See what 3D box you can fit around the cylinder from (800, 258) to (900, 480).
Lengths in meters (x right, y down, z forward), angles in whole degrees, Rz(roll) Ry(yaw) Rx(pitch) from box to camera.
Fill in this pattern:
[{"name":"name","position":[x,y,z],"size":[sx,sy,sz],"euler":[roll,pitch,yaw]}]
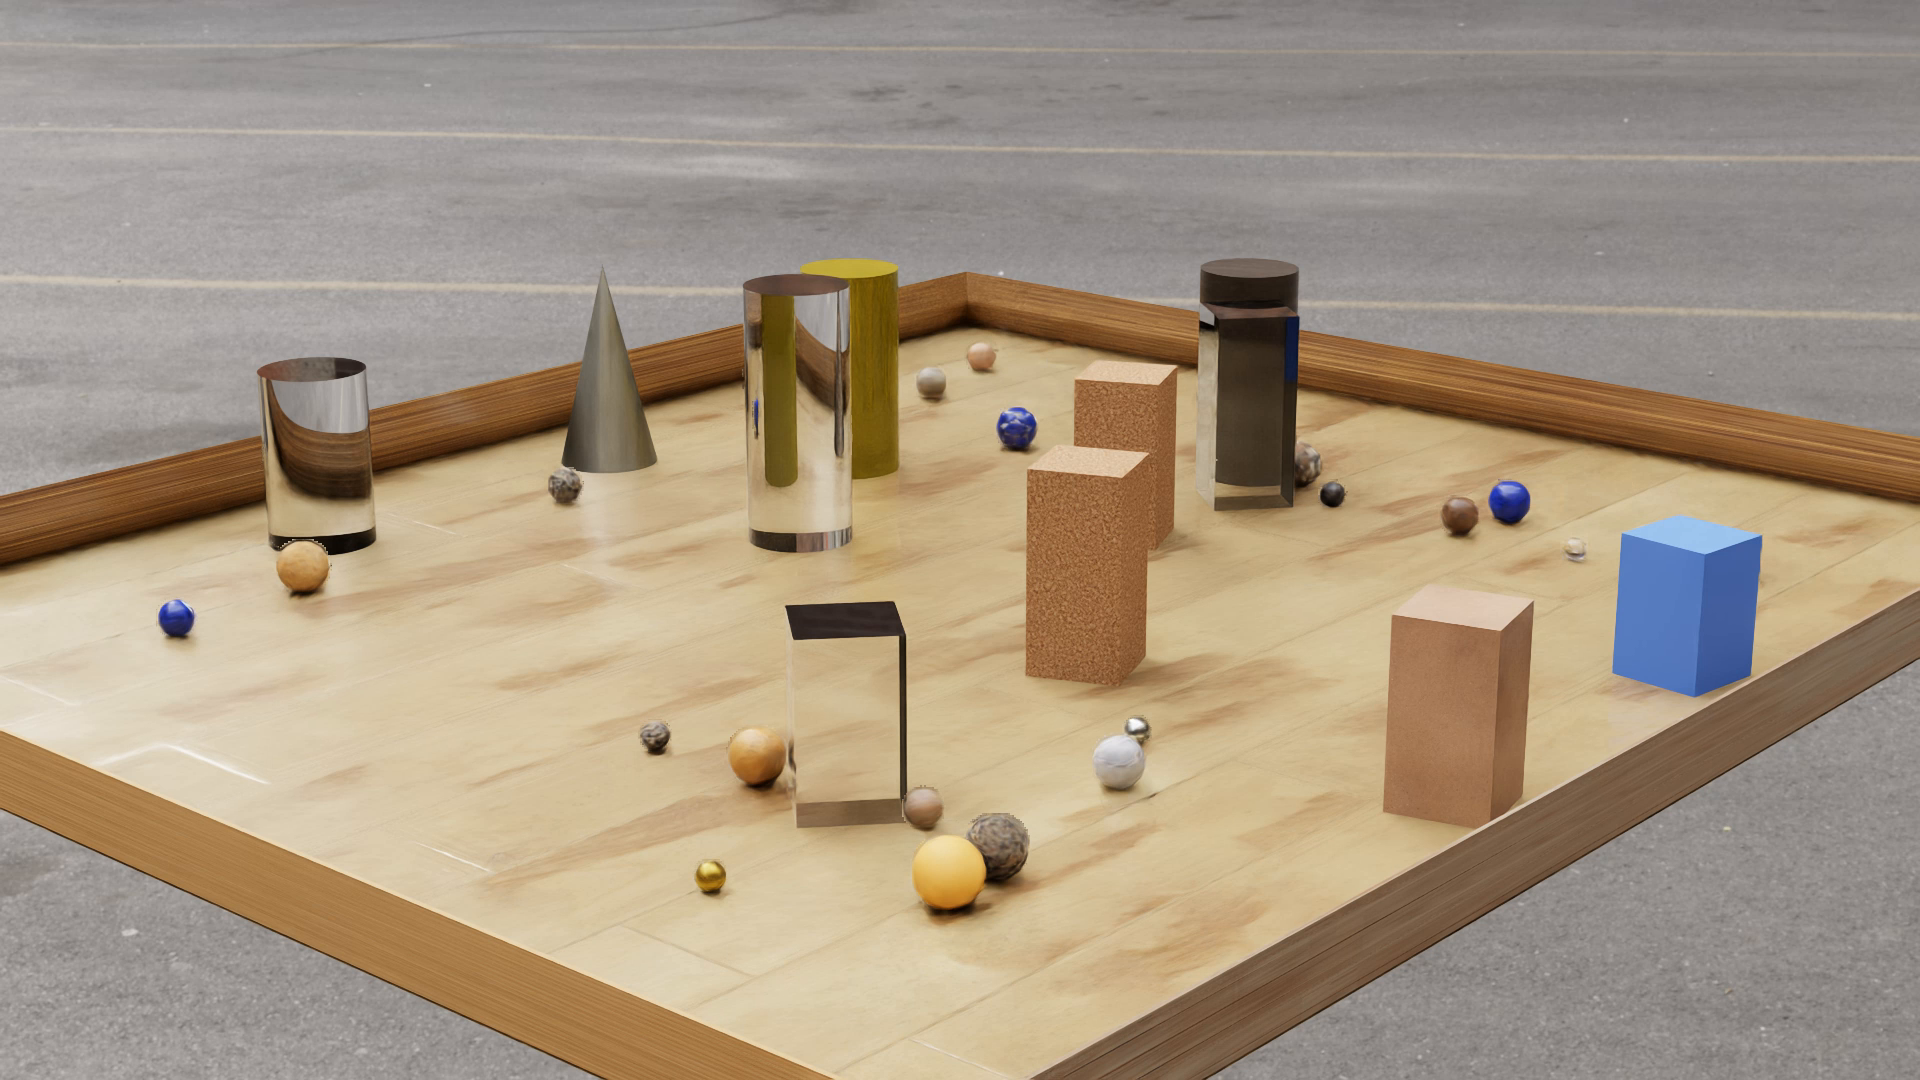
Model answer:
[{"name":"cylinder","position":[-0.220,-0.345,5.885],"size":[0.196,0.408,0.196],"euler":[0,17,0]}]

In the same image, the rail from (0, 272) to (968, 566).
[{"name":"rail","position":[-1.052,-0.232,5.994],"size":[0.045,0.127,3.310],"euler":[14,22,39]}]

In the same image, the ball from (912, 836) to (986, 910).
[{"name":"ball","position":[-0.015,0.435,3.837],"size":[0.098,0.098,0.098],"euler":[0,17,0]}]

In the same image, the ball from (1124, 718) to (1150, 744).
[{"name":"ball","position":[0.267,0.288,4.424],"size":[0.041,0.041,0.041],"euler":[0,17,0]}]

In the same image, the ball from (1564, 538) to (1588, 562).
[{"name":"ball","position":[1.115,0.017,5.318],"size":[0.043,0.043,0.043],"euler":[0,17,0]}]

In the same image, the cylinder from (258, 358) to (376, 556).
[{"name":"cylinder","position":[-1.183,-0.155,5.397],"size":[0.196,0.327,0.196],"euler":[0,17,0]}]

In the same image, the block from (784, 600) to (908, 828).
[{"name":"block","position":[-0.162,0.246,4.153],"size":[0.157,0.278,0.157],"euler":[-2,17,-7]}]

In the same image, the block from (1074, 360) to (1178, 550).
[{"name":"block","position":[0.306,-0.158,5.431],"size":[0.157,0.313,0.157],"euler":[5,17,16]}]

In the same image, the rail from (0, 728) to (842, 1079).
[{"name":"rail","position":[-1.069,0.387,3.941],"size":[2.833,0.127,0.045],"euler":[14,22,39]}]

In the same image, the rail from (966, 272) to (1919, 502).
[{"name":"rail","position":[1.069,-0.324,6.299],"size":[2.833,0.127,0.045],"euler":[14,22,39]}]

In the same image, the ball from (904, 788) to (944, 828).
[{"name":"ball","position":[-0.051,0.376,4.108],"size":[0.055,0.055,0.055],"euler":[0,17,0]}]

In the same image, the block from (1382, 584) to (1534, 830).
[{"name":"block","position":[0.707,0.235,4.157],"size":[0.157,0.295,0.157],"euler":[8,19,26]}]

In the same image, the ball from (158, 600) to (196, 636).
[{"name":"ball","position":[-1.312,0.131,4.911],"size":[0.061,0.061,0.061],"euler":[0,17,0]}]

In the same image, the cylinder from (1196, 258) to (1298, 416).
[{"name":"cylinder","position":[0.576,-0.346,5.892],"size":[0.196,0.408,0.196],"euler":[0,17,0]}]

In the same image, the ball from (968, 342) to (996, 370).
[{"name":"ball","position":[0.049,-0.421,6.733],"size":[0.066,0.066,0.066],"euler":[0,17,0]}]

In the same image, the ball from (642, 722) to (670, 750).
[{"name":"ball","position":[-0.457,0.294,4.401],"size":[0.043,0.043,0.043],"euler":[0,17,0]}]

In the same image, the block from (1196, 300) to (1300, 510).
[{"name":"block","position":[0.553,-0.262,5.666],"size":[0.157,0.376,0.157],"euler":[-3,17,-9]}]

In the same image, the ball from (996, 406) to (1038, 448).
[{"name":"ball","position":[0.118,-0.233,6.072],"size":[0.086,0.086,0.086],"euler":[0,17,0]}]

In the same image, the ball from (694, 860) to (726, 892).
[{"name":"ball","position":[-0.331,0.447,3.894],"size":[0.042,0.042,0.042],"euler":[0,17,0]}]

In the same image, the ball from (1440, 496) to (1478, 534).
[{"name":"ball","position":[0.934,-0.046,5.480],"size":[0.071,0.071,0.071],"euler":[0,17,0]}]

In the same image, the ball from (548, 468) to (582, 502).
[{"name":"ball","position":[-0.767,-0.106,5.687],"size":[0.065,0.065,0.065],"euler":[0,17,0]}]

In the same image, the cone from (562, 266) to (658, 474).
[{"name":"cone","position":[-0.716,-0.357,5.929],"size":[0.196,0.407,0.196],"euler":[0,17,0]}]

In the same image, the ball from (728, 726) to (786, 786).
[{"name":"ball","position":[-0.294,0.313,4.258],"size":[0.084,0.084,0.084],"euler":[0,17,0]}]

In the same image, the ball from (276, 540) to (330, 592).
[{"name":"ball","position":[-1.152,0.046,5.140],"size":[0.090,0.090,0.090],"euler":[0,17,0]}]

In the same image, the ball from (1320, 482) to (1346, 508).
[{"name":"ball","position":[0.718,-0.087,5.654],"size":[0.049,0.049,0.049],"euler":[0,17,0]}]

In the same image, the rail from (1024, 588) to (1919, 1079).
[{"name":"rail","position":[1.052,0.295,4.246],"size":[0.045,0.127,3.310],"euler":[14,22,39]}]

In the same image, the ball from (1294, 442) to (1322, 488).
[{"name":"ball","position":[0.667,-0.149,5.777],"size":[0.091,0.091,0.091],"euler":[0,17,0]}]

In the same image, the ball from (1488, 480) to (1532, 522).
[{"name":"ball","position":[1.041,-0.073,5.551],"size":[0.080,0.080,0.080],"euler":[0,17,0]}]

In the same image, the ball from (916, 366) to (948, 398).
[{"name":"ball","position":[-0.063,-0.349,6.485],"size":[0.070,0.070,0.070],"euler":[0,17,0]}]

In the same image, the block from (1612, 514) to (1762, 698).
[{"name":"block","position":[1.164,0.104,4.697],"size":[0.157,0.236,0.157],"euler":[-15,22,-40]}]

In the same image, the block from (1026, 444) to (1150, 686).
[{"name":"block","position":[0.205,0.039,4.720],"size":[0.157,0.346,0.157],"euler":[6,18,18]}]

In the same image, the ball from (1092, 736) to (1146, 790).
[{"name":"ball","position":[0.231,0.322,4.247],"size":[0.078,0.078,0.078],"euler":[0,17,0]}]

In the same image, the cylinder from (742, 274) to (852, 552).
[{"name":"cylinder","position":[-0.297,-0.234,5.397],"size":[0.196,0.479,0.196],"euler":[0,17,0]}]

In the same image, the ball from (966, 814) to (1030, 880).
[{"name":"ball","position":[0.049,0.412,3.930],"size":[0.088,0.088,0.088],"euler":[0,17,0]}]
